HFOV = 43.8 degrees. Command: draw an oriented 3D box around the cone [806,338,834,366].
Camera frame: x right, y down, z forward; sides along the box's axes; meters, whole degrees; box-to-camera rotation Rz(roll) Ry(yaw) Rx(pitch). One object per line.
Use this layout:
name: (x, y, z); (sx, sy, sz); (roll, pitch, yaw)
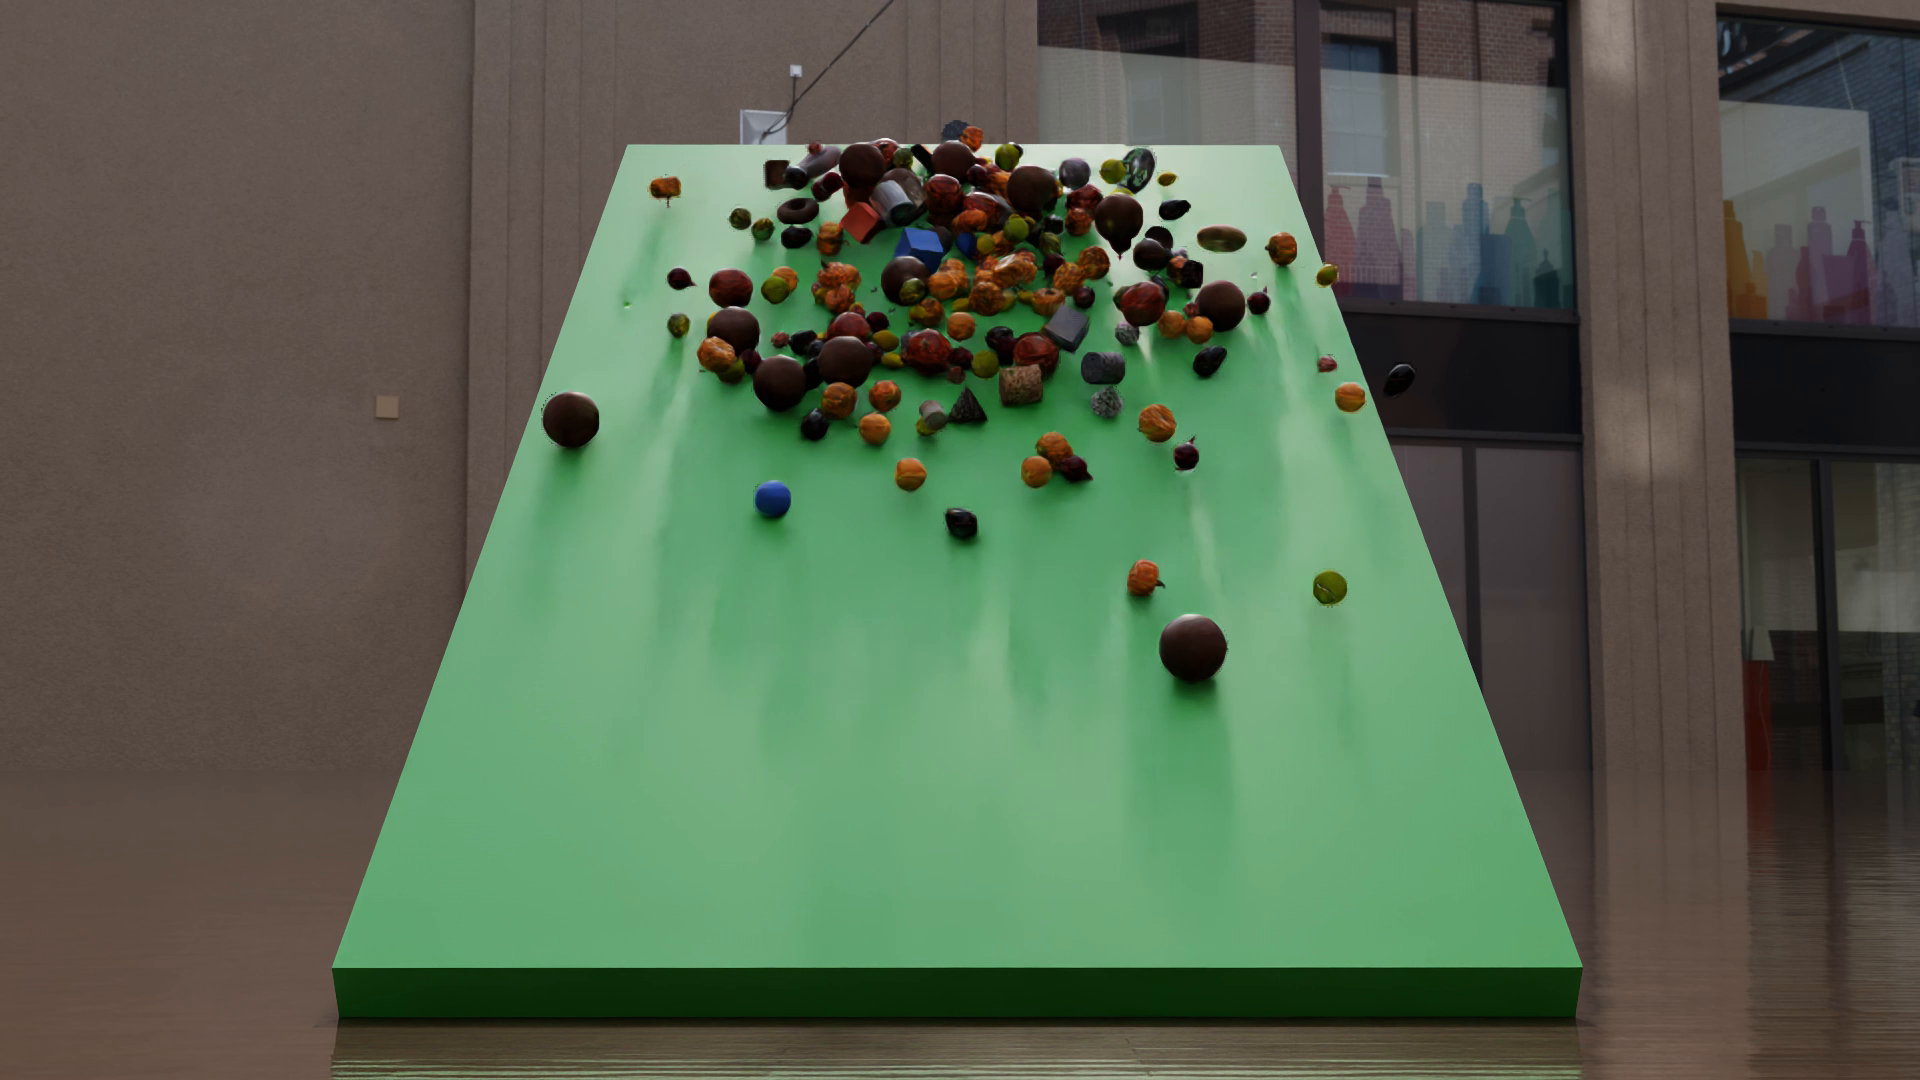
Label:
cone: (-0.350, -0.463, 5.914); (0.069, 0.069, 0.069); (1, 1, -8)

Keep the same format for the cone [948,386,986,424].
cone: (-0.001, -0.297, 5.596); (0.093, 0.093, 0.093); (-32, -5, -3)

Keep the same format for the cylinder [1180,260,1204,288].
cylinder: (0.592, -0.677, 6.104); (0.054, 0.054, 0.054); (5, -15, 1)

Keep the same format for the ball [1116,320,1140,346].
ball: (0.420, -0.520, 5.991); (0.063, 0.063, 0.063); (0, -5, 0)

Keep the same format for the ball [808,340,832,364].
ball: (-0.344, -0.460, 5.849); (0.060, 0.060, 0.060); (0, -5, 0)

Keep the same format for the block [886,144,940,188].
block: (-0.137, -1.072, 6.935); (0.094, 0.094, 0.094); (-33, -11, -40)

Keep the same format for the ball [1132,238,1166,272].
ball: (0.495, -0.747, 6.265); (0.086, 0.086, 0.086); (0, -5, 0)

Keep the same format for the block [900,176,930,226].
block: (-0.142, -0.941, 6.643); (0.084, 0.084, 0.084); (-38, -8, -6)

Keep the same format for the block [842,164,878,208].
block: (-0.287, -1.013, 6.855); (0.085, 0.085, 0.085); (-6, -42, -11)

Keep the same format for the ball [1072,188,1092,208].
ball: (0.348, -0.977, 6.813); (0.058, 0.058, 0.058); (0, -5, 0)

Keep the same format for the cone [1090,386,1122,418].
cone: (0.350, -0.342, 5.613); (0.078, 0.078, 0.078); (1, -31, -6)

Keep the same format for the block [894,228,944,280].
block: (-0.108, -0.749, 6.262); (0.091, 0.091, 0.091); (5, -49, -23)

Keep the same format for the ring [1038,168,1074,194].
ring: (0.300, -1.048, 6.981); (0.143, 0.048, 0.143); (3, 23, -1)

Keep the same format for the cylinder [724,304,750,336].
cylinder: (-0.566, -0.558, 6.056); (0.060, 0.060, 0.060); (1, 31, -13)

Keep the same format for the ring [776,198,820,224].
ring: (-0.446, -0.907, 6.592); (0.121, 0.040, 0.121); (-8, 33, 5)

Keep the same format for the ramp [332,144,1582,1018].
ramp: (-0.012, -0.221, 5.606); (2.000, 0.100, 4.000); (0, 28, 0)

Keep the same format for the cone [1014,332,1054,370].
cone: (0.178, -0.463, 5.902); (0.099, 0.099, 0.099); (0, 2, -3)

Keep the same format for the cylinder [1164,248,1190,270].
cylinder: (0.582, -0.756, 6.442); (0.051, 0.051, 0.051); (-19, 6, -33)

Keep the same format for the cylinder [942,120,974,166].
cylinder: (-0.007, -1.183, 7.137); (0.097, 0.097, 0.097); (0, -26, -2)

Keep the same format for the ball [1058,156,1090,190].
ball: (0.316, -1.012, 6.593); (0.089, 0.089, 0.089); (0, -5, 0)

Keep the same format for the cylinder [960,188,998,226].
cylinder: (0.055, -0.932, 6.683); (0.076, 0.076, 0.076); (-38, -23, 23)

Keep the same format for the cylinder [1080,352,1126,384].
cylinder: (0.344, -0.412, 5.740); (0.076, 0.076, 0.076); (-1, -3, -42)

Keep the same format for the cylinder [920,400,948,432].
cylinder: (-0.061, -0.285, 5.451); (0.052, 0.052, 0.052); (2, 37, -25)

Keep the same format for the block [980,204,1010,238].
block: (0.098, -0.879, 6.603); (0.060, 0.060, 0.060); (-9, -27, 21)

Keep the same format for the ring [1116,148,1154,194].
ring: (0.490, -1.032, 6.688); (0.046, 0.139, 0.139); (22, -17, -33)

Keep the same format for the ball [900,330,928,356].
ball: (-0.115, -0.489, 5.926); (0.067, 0.067, 0.067); (0, -5, 0)

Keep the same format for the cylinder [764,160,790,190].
cylinder: (-0.527, -1.056, 6.910); (0.073, 0.073, 0.073); (-4, -2, 0)

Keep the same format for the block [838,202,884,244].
block: (-0.267, -0.866, 6.519); (0.080, 0.080, 0.080); (43, 14, 7)

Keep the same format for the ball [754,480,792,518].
ball: (-0.404, -0.089, 5.170); (0.079, 0.079, 0.079); (0, -5, 0)

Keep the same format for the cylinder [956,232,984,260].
cylinder: (0.028, -0.800, 6.505); (0.059, 0.059, 0.059); (4, 31, -35)

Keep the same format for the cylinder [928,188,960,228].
cylinder: (-0.046, -0.936, 6.732); (0.083, 0.083, 0.083); (3, 31, -2)

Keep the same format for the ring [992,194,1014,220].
ring: (0.116, -0.937, 6.743); (0.031, 0.093, 0.093); (-38, -2, -6)

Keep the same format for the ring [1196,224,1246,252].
ring: (0.700, -0.807, 6.404); (0.134, 0.045, 0.134); (5, -12, 1)

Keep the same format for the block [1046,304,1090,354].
block: (0.263, -0.516, 5.843); (0.077, 0.077, 0.077); (30, -12, 13)

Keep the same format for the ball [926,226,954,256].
ball: (-0.062, -0.804, 6.431); (0.086, 0.086, 0.086); (0, -5, 0)

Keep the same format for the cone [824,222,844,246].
cone: (-0.351, -0.851, 6.610); (0.055, 0.055, 0.055); (0, 28, 0)

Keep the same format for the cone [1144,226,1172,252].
cone: (0.527, -0.814, 6.563); (0.086, 0.086, 0.086); (2, -1, -18)

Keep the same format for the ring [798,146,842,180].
ring: (-0.415, -1.116, 7.064); (0.146, 0.049, 0.146); (-24, 24, 11)

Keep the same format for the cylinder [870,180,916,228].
cylinder: (-0.184, -0.915, 6.518); (0.092, 0.092, 0.092); (-23, -33, -16)
